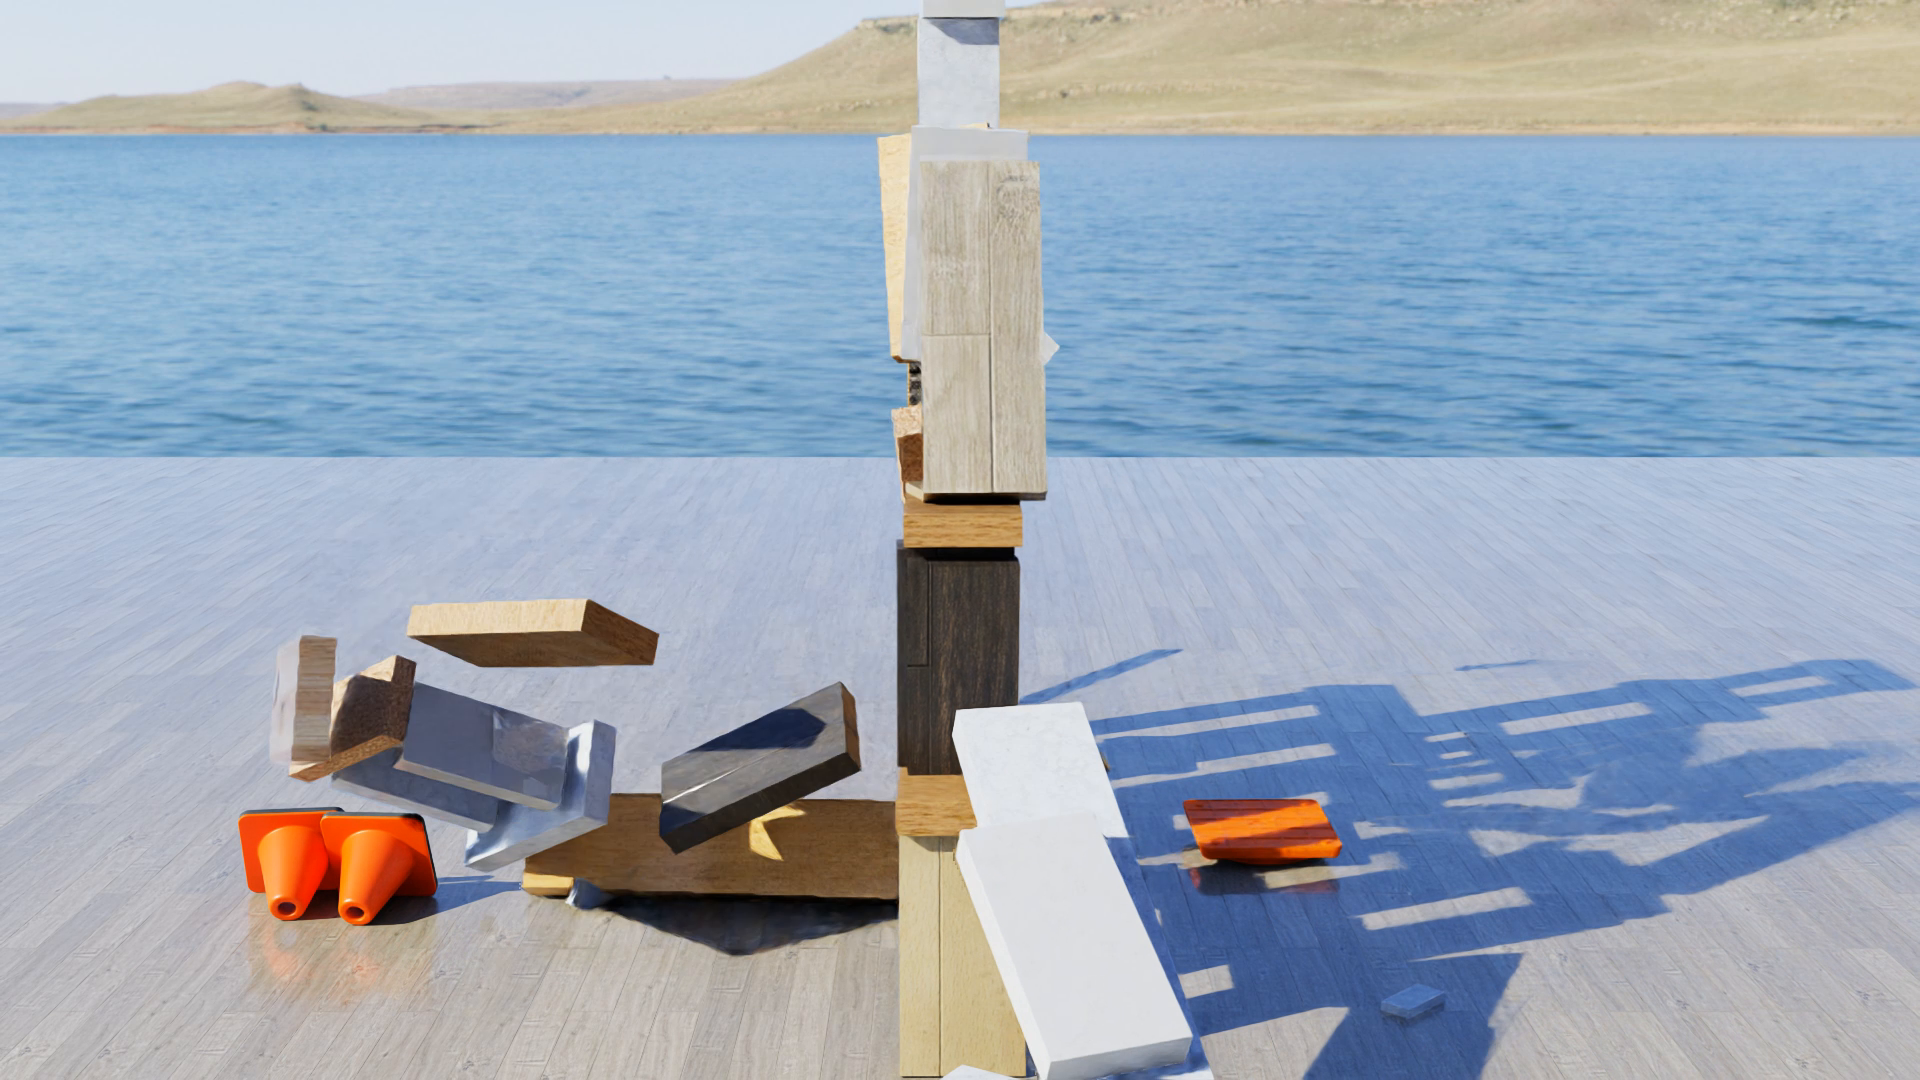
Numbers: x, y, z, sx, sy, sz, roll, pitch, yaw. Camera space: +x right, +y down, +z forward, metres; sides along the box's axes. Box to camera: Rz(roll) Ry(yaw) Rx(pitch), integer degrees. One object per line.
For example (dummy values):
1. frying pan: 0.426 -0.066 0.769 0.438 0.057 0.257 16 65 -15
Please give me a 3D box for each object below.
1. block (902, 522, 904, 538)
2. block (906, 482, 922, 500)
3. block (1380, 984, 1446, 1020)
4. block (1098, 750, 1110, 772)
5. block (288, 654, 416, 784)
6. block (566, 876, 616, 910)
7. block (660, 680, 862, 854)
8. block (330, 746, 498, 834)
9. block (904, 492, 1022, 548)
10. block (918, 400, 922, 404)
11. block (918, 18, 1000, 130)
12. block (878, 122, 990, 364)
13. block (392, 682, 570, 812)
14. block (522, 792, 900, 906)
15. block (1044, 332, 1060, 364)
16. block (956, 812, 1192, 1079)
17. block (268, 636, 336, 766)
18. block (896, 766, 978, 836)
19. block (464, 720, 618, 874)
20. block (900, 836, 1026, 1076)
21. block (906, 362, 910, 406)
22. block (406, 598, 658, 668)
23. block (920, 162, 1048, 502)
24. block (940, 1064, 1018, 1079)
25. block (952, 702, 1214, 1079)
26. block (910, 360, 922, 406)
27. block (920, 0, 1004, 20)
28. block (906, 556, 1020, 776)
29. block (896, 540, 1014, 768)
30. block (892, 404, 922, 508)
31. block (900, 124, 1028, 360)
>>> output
1. block: -0.002 0.158 3.205 0.158 0.386 0.045 0 14 1
2. block: -0.039 -0.068 3.069 0.048 0.014 0.095 -3 10 -16
3. block: 0.659 0.670 3.199 0.048 0.014 0.095 10 15 44
4. block: 0.217 0.438 4.154 0.124 0.062 0.018 -33 -1 17
5. block: -0.947 0.280 3.422 0.265 0.132 0.037 -23 -37 38
6. block: -0.606 0.590 3.610 0.013 0.046 0.092 9 -22 35
7. block: -0.315 0.355 3.443 0.330 0.047 0.165 -25 36 12
8. block: -0.873 0.372 3.556 0.265 0.132 0.037 22 -37 -26
9. block: 0.002 -0.038 3.064 0.157 0.045 0.315 0 9 -1
10. block: -0.013 -0.219 3.635 0.099 0.028 0.197 1 10 6
11. block: -0.003 -0.754 3.778 0.138 0.275 0.039 0 12 -2
12. block: -0.026 -0.454 3.367 0.173 0.347 0.049 -6 -9 13
13. block: -0.743 0.324 3.429 0.265 0.132 0.037 21 -36 -29
14. block: -0.393 0.511 3.648 0.647 0.165 0.047 1 -24 5
15. block: 0.142 -0.372 4.529 0.062 0.124 0.018 42 0 -4
16. block: 0.130 0.479 2.614 0.173 0.049 0.347 -6 43 -18
17. block: -0.963 0.239 3.212 0.049 0.173 0.356 5 -8 -22
18. block: 0.004 0.334 3.049 0.169 0.048 0.338 0 11 1
19. block: -0.687 0.421 3.588 0.047 0.165 0.330 26 -38 -38
20. block: 0.004 0.549 2.956 0.169 0.338 0.048 0 7 0
21. block: -0.011 -0.369 4.050 0.173 0.482 0.049 0 11 0
22. block: -0.651 0.144 3.342 0.346 0.049 0.173 -3 -21 31
23. block: 0.030 -0.292 3.052 0.167 0.483 0.047 0 -14 -2
24. block: -0.012 0.718 2.636 0.149 0.042 0.298 6 12 31
25. block: 0.169 0.529 2.639 0.173 0.049 0.877 -3 42 -14
26. block: -0.001 -0.395 3.817 0.173 0.346 0.049 0 10 -1
27. block: 0.001 -0.924 3.832 0.138 0.039 0.275 0 11 -2
28. block: 0.003 0.171 2.969 0.149 0.298 0.042 -1 17 -3
29. block: -0.008 0.155 3.009 0.157 0.315 0.045 -1 17 -3
30. block: -0.010 -0.115 3.393 0.167 0.047 0.335 -11 -26 -3
31. block: 0.005 -0.428 3.194 0.167 0.335 0.047 2 14 -3
